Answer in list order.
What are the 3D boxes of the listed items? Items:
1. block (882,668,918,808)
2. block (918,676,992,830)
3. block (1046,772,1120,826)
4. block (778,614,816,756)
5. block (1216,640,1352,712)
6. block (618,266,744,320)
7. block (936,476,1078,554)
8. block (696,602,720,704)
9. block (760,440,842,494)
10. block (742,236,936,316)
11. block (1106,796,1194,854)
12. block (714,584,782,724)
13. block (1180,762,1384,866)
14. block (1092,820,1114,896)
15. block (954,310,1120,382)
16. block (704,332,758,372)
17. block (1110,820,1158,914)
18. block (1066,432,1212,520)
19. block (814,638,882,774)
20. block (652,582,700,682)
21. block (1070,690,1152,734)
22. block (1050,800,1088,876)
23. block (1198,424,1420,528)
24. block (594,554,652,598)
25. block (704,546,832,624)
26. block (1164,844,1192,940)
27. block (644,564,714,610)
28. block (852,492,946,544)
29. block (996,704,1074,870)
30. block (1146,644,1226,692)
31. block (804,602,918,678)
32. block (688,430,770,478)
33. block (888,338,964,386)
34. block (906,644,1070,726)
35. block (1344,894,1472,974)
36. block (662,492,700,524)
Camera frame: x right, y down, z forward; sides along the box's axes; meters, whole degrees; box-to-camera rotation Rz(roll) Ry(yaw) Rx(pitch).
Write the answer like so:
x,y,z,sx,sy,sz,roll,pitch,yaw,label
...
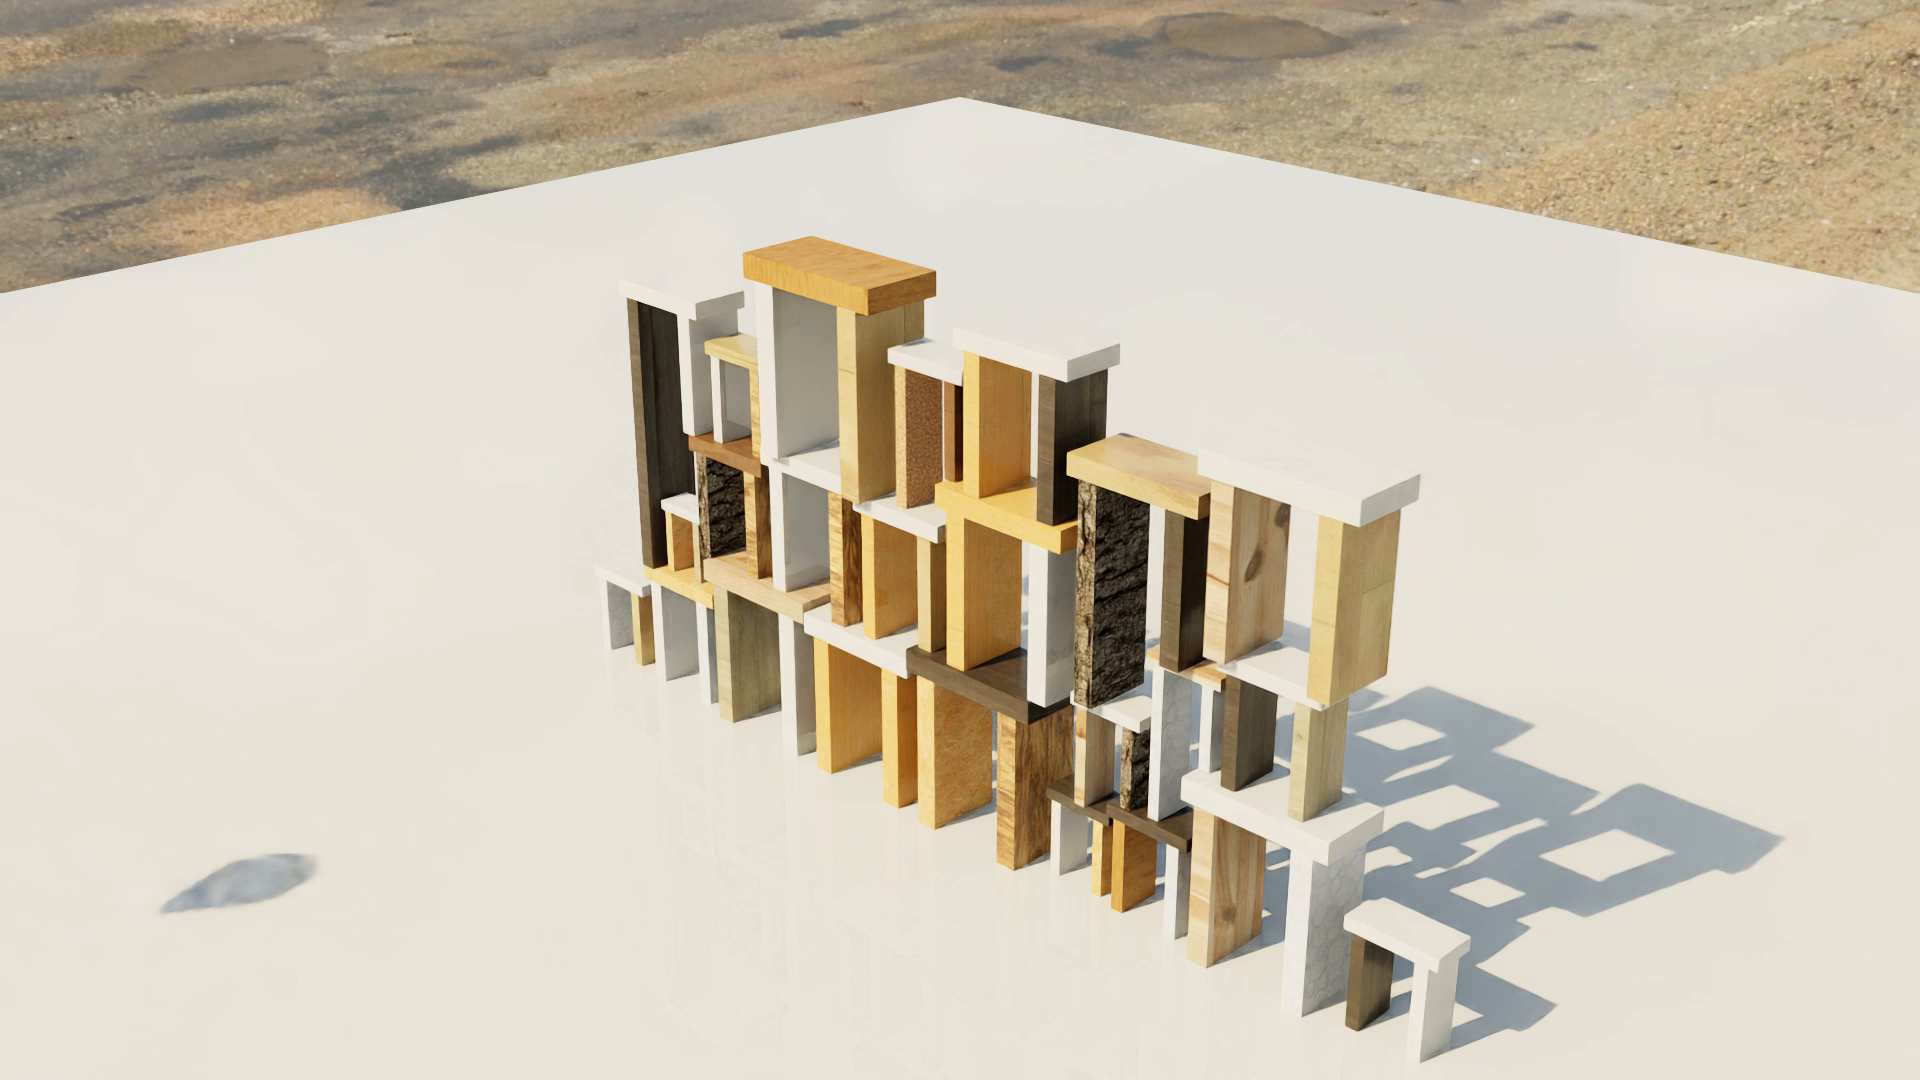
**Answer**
x,y,z,sx,sy,sz,roll,pitch,yaw,label
-0.087,0.380,4.476,0.043,0.305,0.153,21,31,41,block
-0.009,0.399,4.399,0.047,0.328,0.164,21,31,41,block
0.249,0.491,4.167,0.159,0.023,0.080,21,31,41,block
-0.305,0.284,4.679,0.046,0.321,0.161,21,31,41,block
0.554,0.222,3.712,0.219,0.031,0.109,21,31,41,block
-0.590,-0.523,4.650,0.130,0.037,0.261,-21,31,-40,block
0.122,-0.061,4.071,0.159,0.045,0.319,-21,31,-41,block
-0.524,0.234,4.900,0.034,0.241,0.121,21,31,41,block
-0.264,-0.156,4.446,0.135,0.038,0.271,-21,31,-41,block
-0.235,-0.515,4.259,0.359,0.051,0.180,21,31,41,block
0.372,0.510,4.032,0.192,0.027,0.096,21,31,41,block
-0.456,0.225,4.819,0.046,0.321,0.161,21,31,41,block
0.557,0.458,3.812,0.317,0.045,0.158,21,31,41,block
0.286,0.589,4.168,0.023,0.159,0.080,21,31,41,block
0.135,-0.348,3.927,0.278,0.039,0.139,21,31,40,block
-0.430,-0.386,4.529,0.187,0.027,0.094,21,31,41,block
0.327,0.594,4.117,0.027,0.192,0.096,21,31,41,block
0.344,-0.113,3.806,0.295,0.042,0.148,21,31,41,block
-0.231,0.323,4.608,0.043,0.305,0.153,21,31,41,block
-0.638,0.190,5.005,0.034,0.241,0.121,21,31,41,block
0.292,0.302,4.029,0.167,0.024,0.084,21,31,41,block
0.211,0.560,4.237,0.023,0.159,0.080,21,31,41,block
0.563,-0.107,3.563,0.323,0.046,0.162,21,31,41,block
-0.753,0.081,5.076,0.180,0.025,0.090,21,31,41,block
-0.381,0.086,4.677,0.321,0.046,0.161,21,31,41,block
0.417,0.629,4.033,0.027,0.192,0.096,21,31,41,block
-0.581,0.085,4.899,0.241,0.034,0.121,21,31,41,block
-0.084,-0.058,4.284,0.119,0.034,0.238,-21,31,-40,block
0.146,0.460,4.256,0.164,0.329,0.047,-21,31,-41,block
0.419,0.217,3.867,0.166,0.024,0.083,21,31,41,block
-0.159,0.191,4.474,0.305,0.043,0.153,21,31,41,block
-0.450,-0.191,4.626,0.236,0.033,0.118,21,31,41,block
-0.032,-0.335,4.123,0.195,0.028,0.098,21,31,41,block
0.068,0.257,4.254,0.329,0.047,0.164,21,31,41,block
0.750,0.659,3.691,0.188,0.027,0.094,21,31,41,block
-0.584,-0.068,4.830,0.141,0.020,0.071,21,31,41,block
